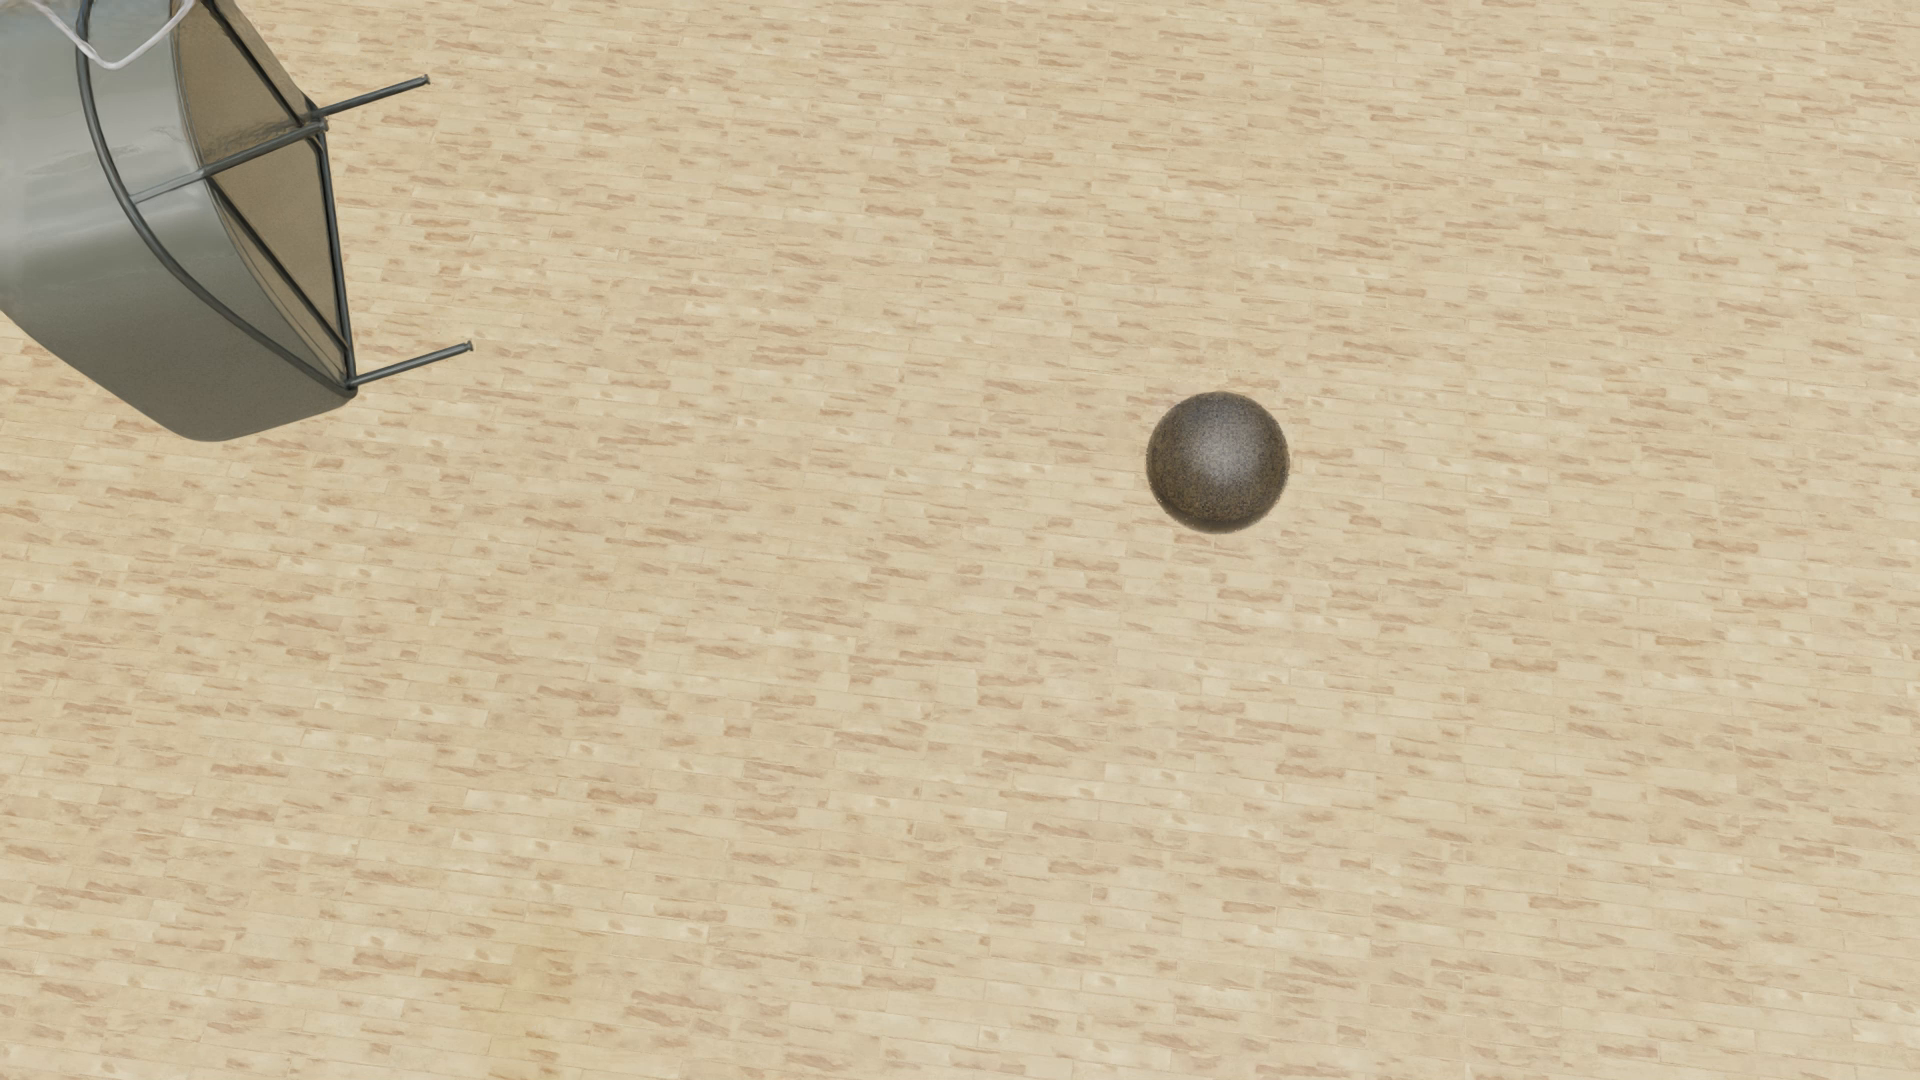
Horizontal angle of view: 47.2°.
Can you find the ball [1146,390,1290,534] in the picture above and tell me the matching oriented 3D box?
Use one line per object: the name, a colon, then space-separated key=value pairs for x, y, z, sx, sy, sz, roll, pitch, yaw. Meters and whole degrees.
ball: x=0.351 y=-0.105 z=3.000 sx=0.197 sy=0.197 sz=0.197 roll=0 pitch=56 yaw=0
